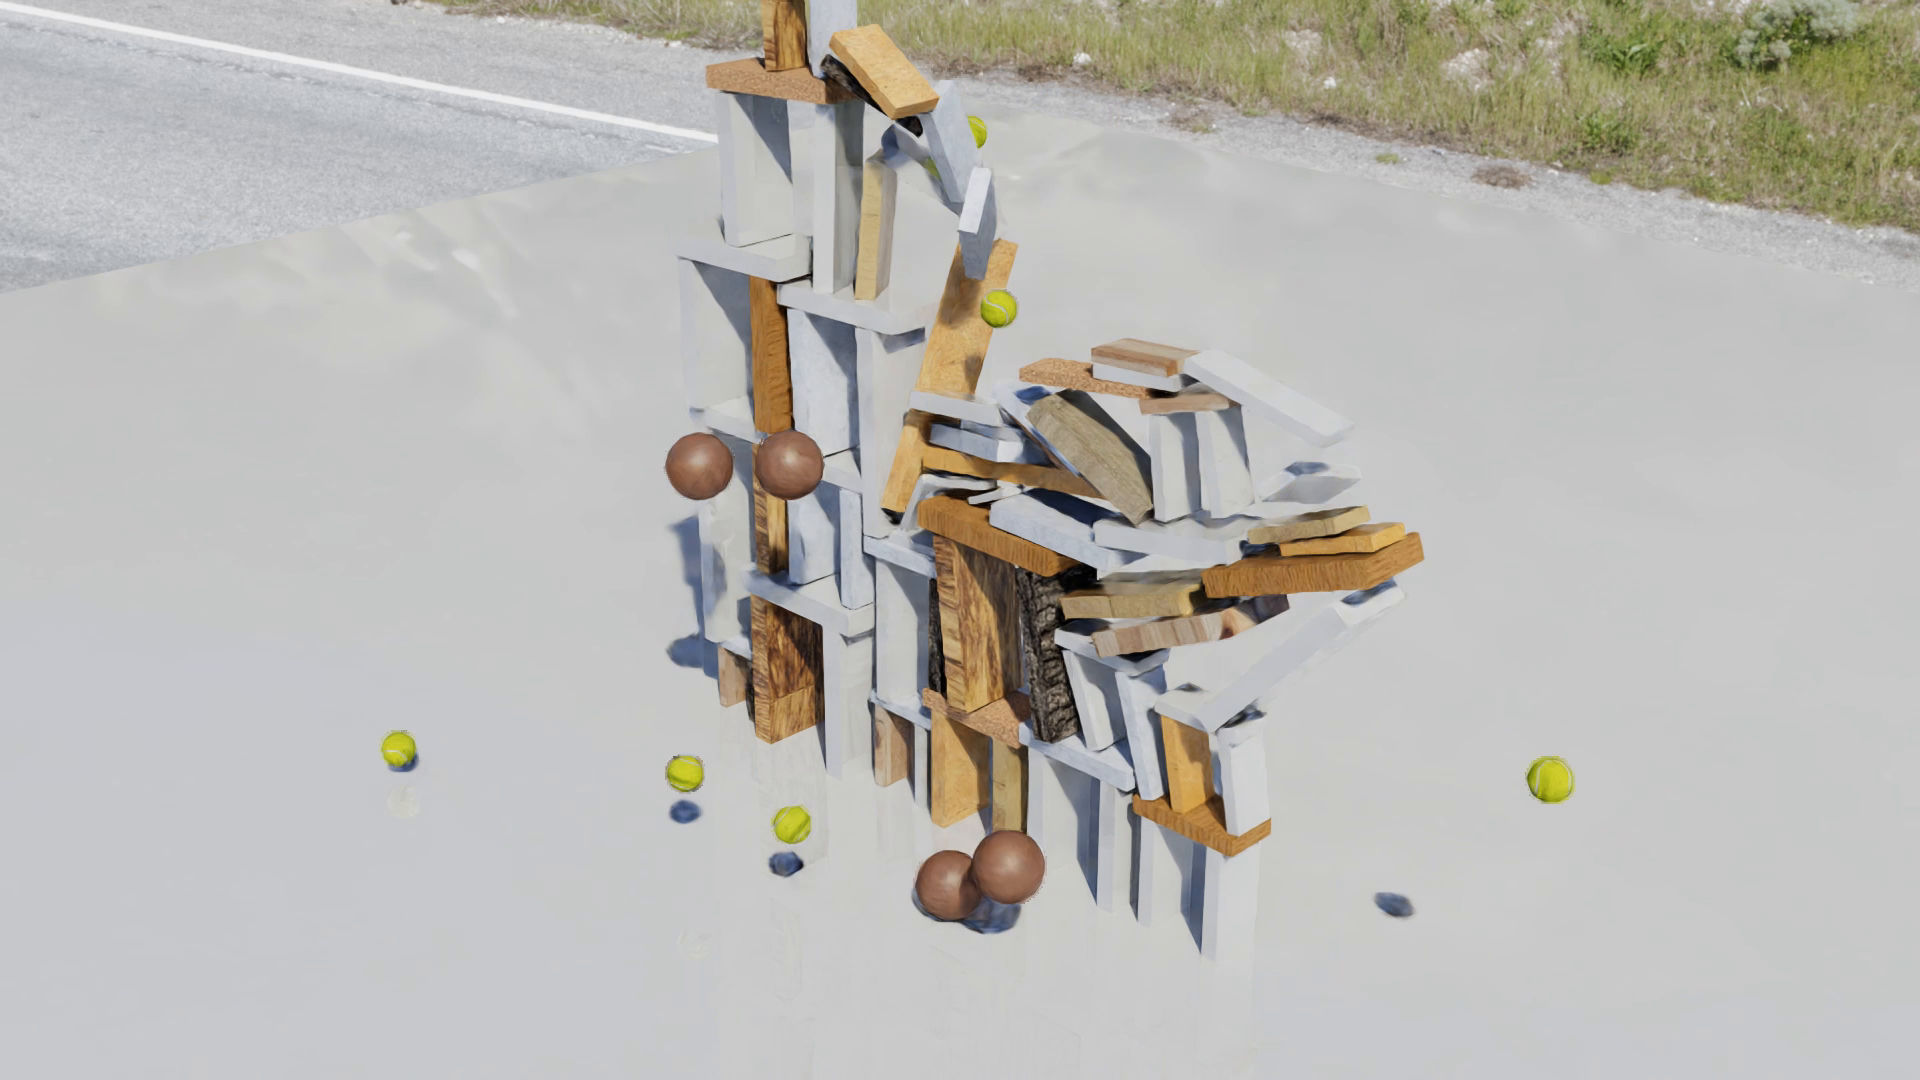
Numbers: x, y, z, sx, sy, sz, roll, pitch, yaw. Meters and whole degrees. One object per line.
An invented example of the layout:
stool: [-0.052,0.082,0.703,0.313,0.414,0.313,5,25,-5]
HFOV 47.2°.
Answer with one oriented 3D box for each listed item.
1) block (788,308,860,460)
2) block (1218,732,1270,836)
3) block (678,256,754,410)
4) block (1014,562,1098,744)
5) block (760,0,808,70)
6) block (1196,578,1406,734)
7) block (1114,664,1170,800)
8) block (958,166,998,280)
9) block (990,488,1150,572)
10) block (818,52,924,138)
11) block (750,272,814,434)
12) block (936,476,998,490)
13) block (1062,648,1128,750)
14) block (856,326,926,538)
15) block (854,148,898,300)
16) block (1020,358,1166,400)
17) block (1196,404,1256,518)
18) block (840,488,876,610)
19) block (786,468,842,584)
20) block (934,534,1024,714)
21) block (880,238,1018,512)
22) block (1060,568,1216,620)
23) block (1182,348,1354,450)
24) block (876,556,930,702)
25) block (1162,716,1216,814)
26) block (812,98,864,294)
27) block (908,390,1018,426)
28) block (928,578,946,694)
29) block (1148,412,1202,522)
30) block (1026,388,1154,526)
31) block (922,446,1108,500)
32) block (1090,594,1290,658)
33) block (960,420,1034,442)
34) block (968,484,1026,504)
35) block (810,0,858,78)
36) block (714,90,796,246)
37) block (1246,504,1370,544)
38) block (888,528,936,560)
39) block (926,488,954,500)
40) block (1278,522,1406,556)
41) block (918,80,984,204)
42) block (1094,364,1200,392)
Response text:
block: [-0.269,-0.326,4.409,0.043,0.301,0.151,12,22,40]
block: [0.500,0.420,3.870,0.091,0.182,0.026,-22,21,-41]
block: [-0.501,-0.449,4.575,0.046,0.324,0.162,21,30,40]
block: [0.194,0.191,4.087,0.167,0.334,0.047,-22,22,-41]
block: [-0.336,-0.999,4.201,0.027,0.192,0.096,11,22,35]
block: [0.567,0.195,3.690,0.163,0.390,0.046,-22,74,-41]
block: [0.346,0.340,3.985,0.097,0.244,0.028,-22,14,-41]
block: [0.034,-0.579,4.044,0.035,0.123,0.247,12,-12,6]
block: [0.208,-0.023,3.985,0.288,0.041,0.144,23,31,40]
block: [-0.162,-0.829,4.102,0.205,0.029,0.103,30,12,-30]
block: [-0.345,-0.391,4.439,0.046,0.324,0.162,19,29,38]
block: [0.012,-0.107,4.143,0.106,0.015,0.053,7,9,39]
block: [0.255,0.281,4.061,0.097,0.194,0.028,-21,10,-41]
block: [-0.129,-0.223,4.316,0.043,0.413,0.151,14,23,40]
block: [-0.160,-0.609,4.243,0.038,0.266,0.133,9,22,8]
block: [0.237,-0.284,3.850,0.275,0.024,0.084,12,25,40]
block: [0.447,-0.137,3.705,0.026,0.184,0.092,3,20,43]
block: [-0.183,0.006,4.427,0.123,0.246,0.035,-20,29,-41]
block: [-0.297,-0.042,4.535,0.035,0.246,0.123,17,26,40]
block: [0.039,0.140,4.231,0.047,0.352,0.167,13,25,43]
block: [-0.020,-0.323,4.304,0.038,0.563,0.133,21,7,38]
block: [0.331,0.095,3.904,0.144,0.041,0.288,-23,13,-40]
block: [0.505,-0.235,3.610,0.289,0.025,0.087,33,37,31]
block: [-0.114,0.162,4.434,0.118,0.318,0.033,-20,29,-41]
block: [0.410,0.389,3.944,0.026,0.182,0.091,7,22,45]
block: [-0.235,-0.676,4.265,0.042,0.368,0.150,9,22,17]
block: [0.029,-0.249,4.159,0.123,0.035,0.247,-1,12,-43]
block: [-0.008,0.172,4.306,0.033,0.236,0.118,22,32,39]
block: [0.370,-0.132,3.779,0.092,0.184,0.026,-18,21,-38]
block: [0.256,-0.151,3.865,0.278,0.039,0.139,46,36,15]
block: [0.152,-0.126,4.109,0.486,0.039,0.139,12,10,43]
block: [0.399,0.142,3.836,0.163,0.046,0.327,-22,6,-39]
block: [0.087,-0.206,4.114,0.084,0.024,0.167,-2,11,-41]
block: [0.068,-0.085,4.106,0.053,0.015,0.106,-18,5,-36]
block: [-0.237,-0.972,4.134,0.027,0.192,0.096,15,24,40]
block: [-0.404,-0.745,4.354,0.042,0.300,0.150,17,28,40]
block: [0.569,-0.025,3.593,0.092,0.026,0.184,-19,7,-40]
block: [-0.066,0.003,4.289,0.070,0.020,0.139,-20,29,-41]
block: [-0.010,-0.033,4.235,0.070,0.140,0.020,-20,-4,-42]
block: [0.619,-0.002,3.566,0.092,0.026,0.184,-19,11,-43]
block: [-0.015,-0.742,4.096,0.029,0.205,0.103,6,49,29]
block: [0.323,-0.288,3.767,0.174,0.025,0.087,14,27,41]
